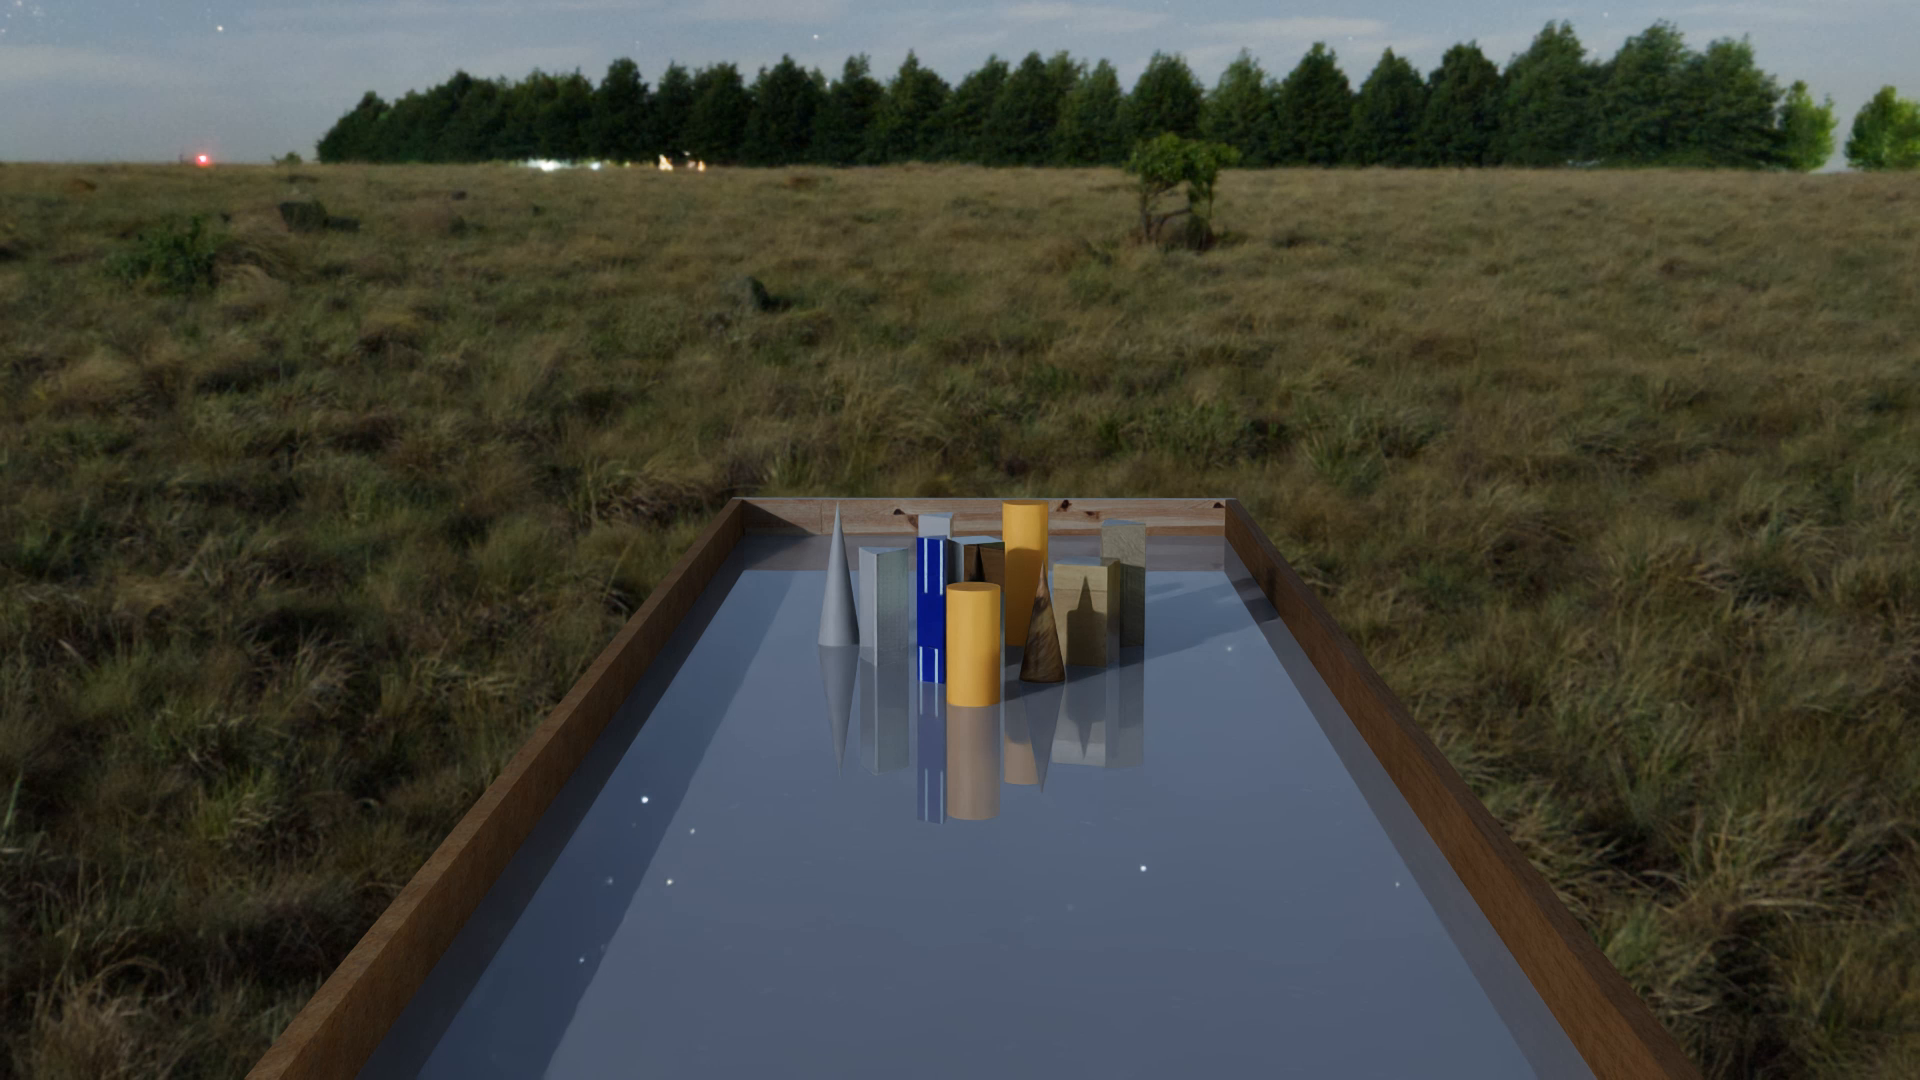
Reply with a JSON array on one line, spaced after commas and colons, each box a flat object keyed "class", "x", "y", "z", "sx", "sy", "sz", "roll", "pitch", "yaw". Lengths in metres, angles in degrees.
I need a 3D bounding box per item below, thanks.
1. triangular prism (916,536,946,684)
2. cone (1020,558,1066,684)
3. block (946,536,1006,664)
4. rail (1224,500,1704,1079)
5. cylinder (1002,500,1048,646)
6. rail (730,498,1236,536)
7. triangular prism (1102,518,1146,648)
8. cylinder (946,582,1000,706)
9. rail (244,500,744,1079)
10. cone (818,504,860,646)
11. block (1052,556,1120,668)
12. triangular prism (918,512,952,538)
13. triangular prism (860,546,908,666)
[{"class": "triangular prism", "x": -0.063, "y": 0.199, "z": 6.405, "sx": 0.095, "sy": 0.422, "sz": 0.082, "roll": 6, "pitch": 11, "yaw": 33}, {"class": "cone", "x": 0.242, "y": 0.229, "z": 6.423, "sx": 0.138, "sy": 0.357, "sz": 0.138, "roll": 0, "pitch": 9, "yaw": 0}, {"class": "block", "x": 0.045, "y": 0.184, "z": 6.655, "sx": 0.136, "sy": 0.374, "sz": 0.136, "roll": -4, "pitch": 10, "yaw": -24}, {"class": "rail", "x": 1.046, "y": 0.843, "z": 3.208, "sx": 0.050, "sy": 0.150, "sz": 12.000, "roll": 0, "pitch": 9, "yaw": 1}, {"class": "cylinder", "x": 0.206, "y": 0.102, "z": 6.938, "sx": 0.144, "sy": 0.447, "sz": 0.144, "roll": 0, "pitch": 9, "yaw": 0}, {"class": "rail", "x": 0.099, "y": -0.098, "z": 9.147, "sx": 2.100, "sy": 0.150, "sz": 0.050, "roll": 0, "pitch": 9, "yaw": 1}, {"class": "triangular prism", "x": 0.489, "y": 0.134, "z": 6.924, "sx": 0.148, "sy": 0.388, "sz": 0.129, "roll": -3, "pitch": 10, "yaw": -19}, {"class": "cylinder", "x": 0.038, "y": 0.290, "z": 6.143, "sx": 0.151, "sy": 0.325, "sz": 0.151, "roll": 0, "pitch": 9, "yaw": 0}, {"class": "rail", "x": -1.004, "y": 0.839, "z": 3.234, "sx": 0.050, "sy": 0.150, "sz": 12.000, "roll": 0, "pitch": 9, "yaw": 1}, {"class": "cone", "x": -0.384, "y": 0.098, "z": 6.938, "sx": 0.139, "sy": 0.455, "sz": 0.139, "roll": 0, "pitch": 9, "yaw": 0}, {"class": "block", "x": 0.385, "y": 0.215, "z": 6.676, "sx": 0.167, "sy": 0.306, "sz": 0.167, "roll": 3, "pitch": 9, "yaw": 17}, {"class": "triangular prism", "x": -0.052, "y": 0.121, "z": 6.945, "sx": 0.121, "sy": 0.408, "sz": 0.105, "roll": 6, "pitch": 11, "yaw": 32}, {"class": "triangular prism", "x": -0.255, "y": 0.195, "z": 6.689, "sx": 0.130, "sy": 0.341, "sz": 0.150, "roll": 7, "pitch": 12, "yaw": 39}]
